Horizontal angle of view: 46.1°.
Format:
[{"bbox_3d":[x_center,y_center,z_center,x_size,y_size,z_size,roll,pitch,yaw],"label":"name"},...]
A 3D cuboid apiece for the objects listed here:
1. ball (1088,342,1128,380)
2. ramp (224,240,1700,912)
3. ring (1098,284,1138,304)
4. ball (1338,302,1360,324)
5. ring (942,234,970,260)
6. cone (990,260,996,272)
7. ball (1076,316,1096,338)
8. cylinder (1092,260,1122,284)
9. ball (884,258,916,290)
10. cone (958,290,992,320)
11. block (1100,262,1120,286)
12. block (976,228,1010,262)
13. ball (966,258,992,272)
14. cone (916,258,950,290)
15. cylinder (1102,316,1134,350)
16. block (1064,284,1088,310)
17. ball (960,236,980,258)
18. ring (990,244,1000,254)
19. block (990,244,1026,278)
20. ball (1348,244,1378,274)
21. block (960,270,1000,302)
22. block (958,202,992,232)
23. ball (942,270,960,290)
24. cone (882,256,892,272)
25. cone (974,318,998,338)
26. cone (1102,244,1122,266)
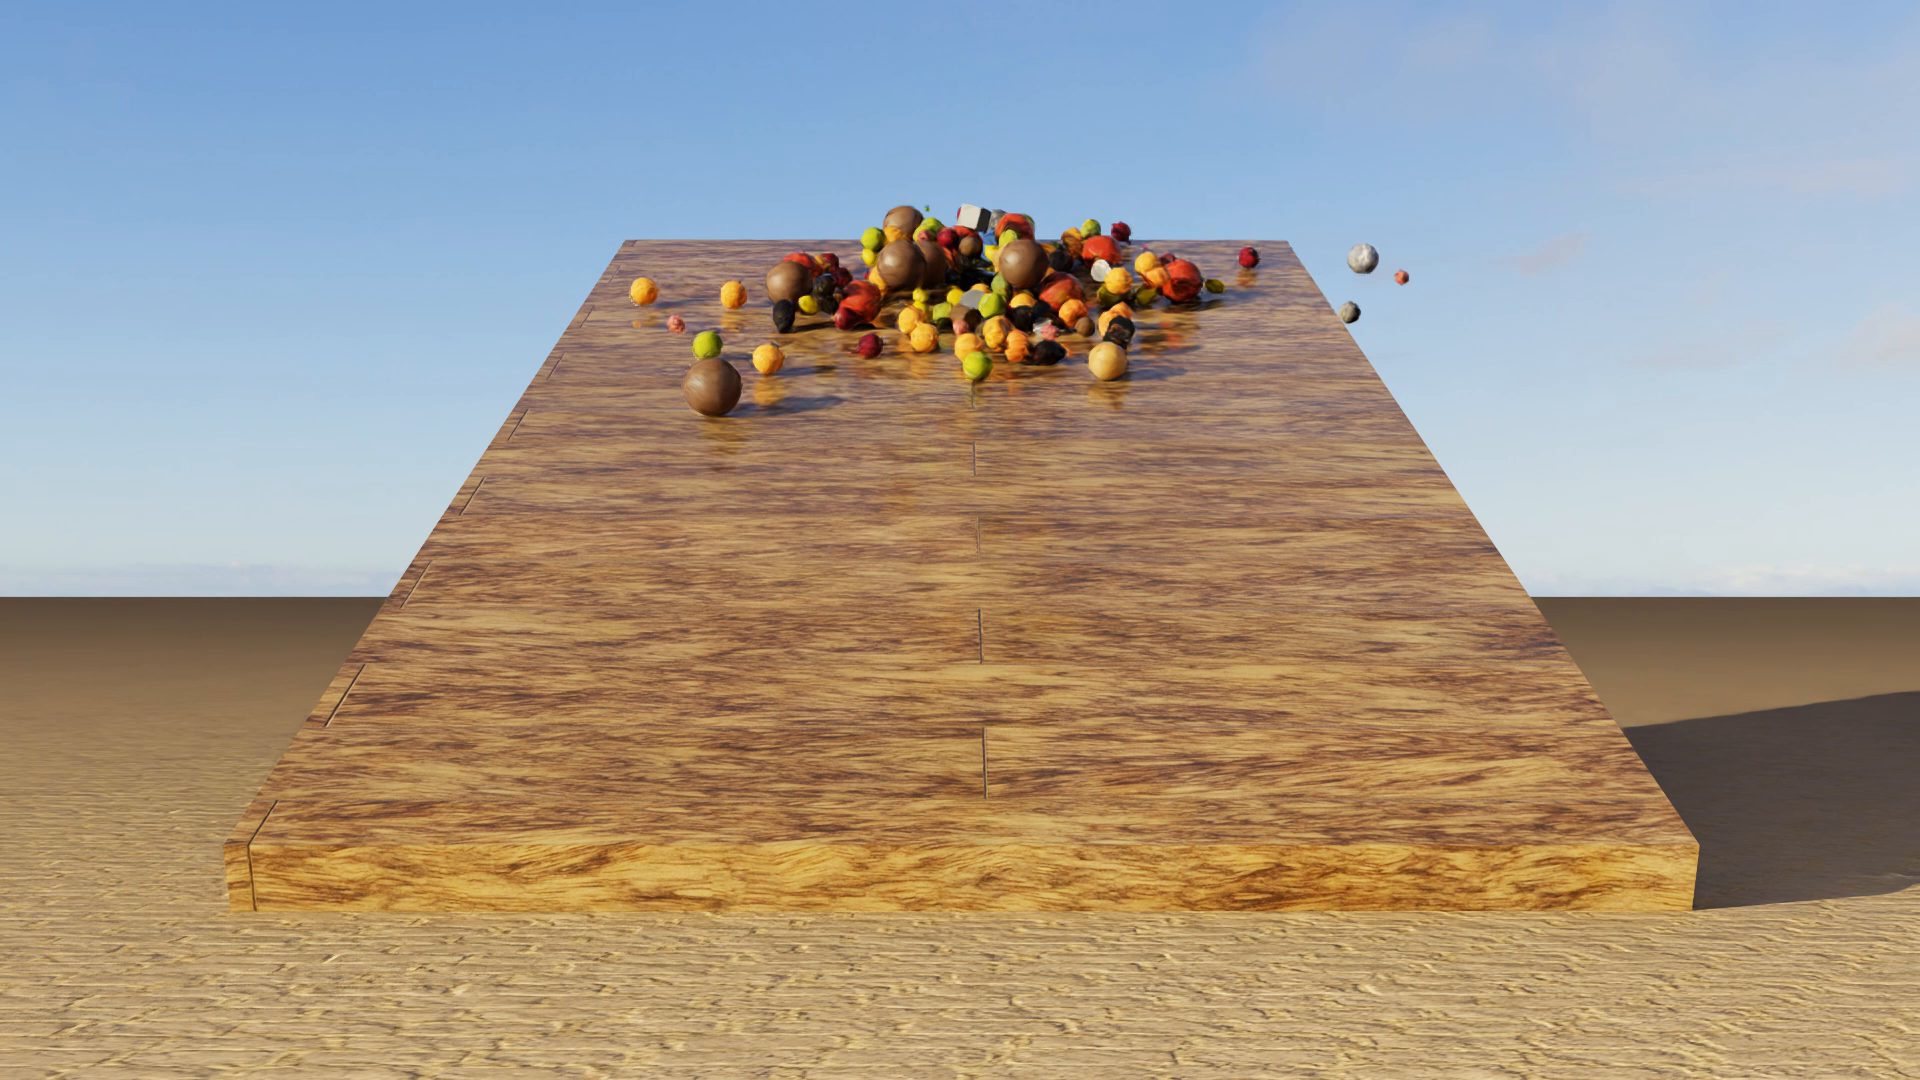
[{"bbox_3d":[0.347,-0.420,5.299,0.091,0.091,0.091,0,-1,0],"label":"ball"},{"bbox_3d":[-0.004,-0.201,4.960,2.000,0.100,4.000,0,19,0],"label":"ramp"},{"bbox_3d":[0.423,-0.662,6.071,0.109,0.036,0.109,2,21,-1],"label":"ring"},{"bbox_3d":[1.008,-0.588,5.838,0.054,0.054,0.054,0,-1,0],"label":"ball"},{"bbox_3d":[-0.001,-0.846,6.530,0.099,0.033,0.099,-2,-40,-2],"label":"ring"},{"bbox_3d":[0.115,-0.769,6.390,0.054,0.054,0.054,-1,-10,43],"label":"cone"},{"bbox_3d":[0.317,-0.538,5.695,0.051,0.051,0.051,0,-1,0],"label":"ball"},{"bbox_3d":[0.397,-0.722,6.093,0.061,0.061,0.061,-1,-4,38],"label":"cylinder"},{"bbox_3d":[-0.166,-0.731,6.187,0.088,0.088,0.088,0,-1,0],"label":"ball"},{"bbox_3d":[0.027,-0.597,5.877,0.092,0.092,0.092,0,-8,-17],"label":"cone"},{"bbox_3d":[0.417,-0.737,6.258,0.052,0.052,0.052,-1,21,-4],"label":"block"},{"bbox_3d":[0.095,-0.841,6.496,0.092,0.092,0.092,-1,19,-3],"label":"block"},{"bbox_3d":[0.055,-0.747,6.259,0.072,0.072,0.072,0,-1,0],"label":"ball"},{"bbox_3d":[-0.093,-0.745,6.173,0.092,0.092,0.092,-1,-15,36],"label":"cone"},{"bbox_3d":[0.387,-0.502,5.504,0.065,0.065,0.065,0,-23,-9],"label":"cylinder"},{"bbox_3d":[0.307,-0.643,5.983,0.050,0.050,0.050,12,23,10],"label":"block"},{"bbox_3d":[0.028,-0.802,6.171,0.058,0.058,0.058,0,-1,0],"label":"ball"},{"bbox_3d":[0.125,-0.796,6.335,0.098,0.033,0.098,34,5,-3],"label":"ring"},{"bbox_3d":[0.131,-0.743,6.007,0.060,0.060,0.060,-41,43,-24],"label":"block"},{"bbox_3d":[1.158,-0.808,6.485,0.089,0.089,0.089,0,-1,0],"label":"ball"},{"bbox_3d":[0.054,-0.682,6.072,0.073,0.073,0.073,-14,24,-35],"label":"block"},{"bbox_3d":[0.040,-0.886,6.207,0.062,0.062,0.062,18,6,29],"label":"block"},{"bbox_3d":[-0.022,-0.708,6.126,0.054,0.054,0.054,0,-1,0],"label":"ball"},{"bbox_3d":[-0.168,-0.754,6.267,0.074,0.074,0.074,3,-1,17],"label":"cone"},{"bbox_3d":[0.074,-0.522,5.688,0.057,0.057,0.057,33,5,10],"label":"cone"},{"bbox_3d":[0.434,-0.819,6.474,0.066,0.066,0.066,0,19,0],"label":"cone"}]
